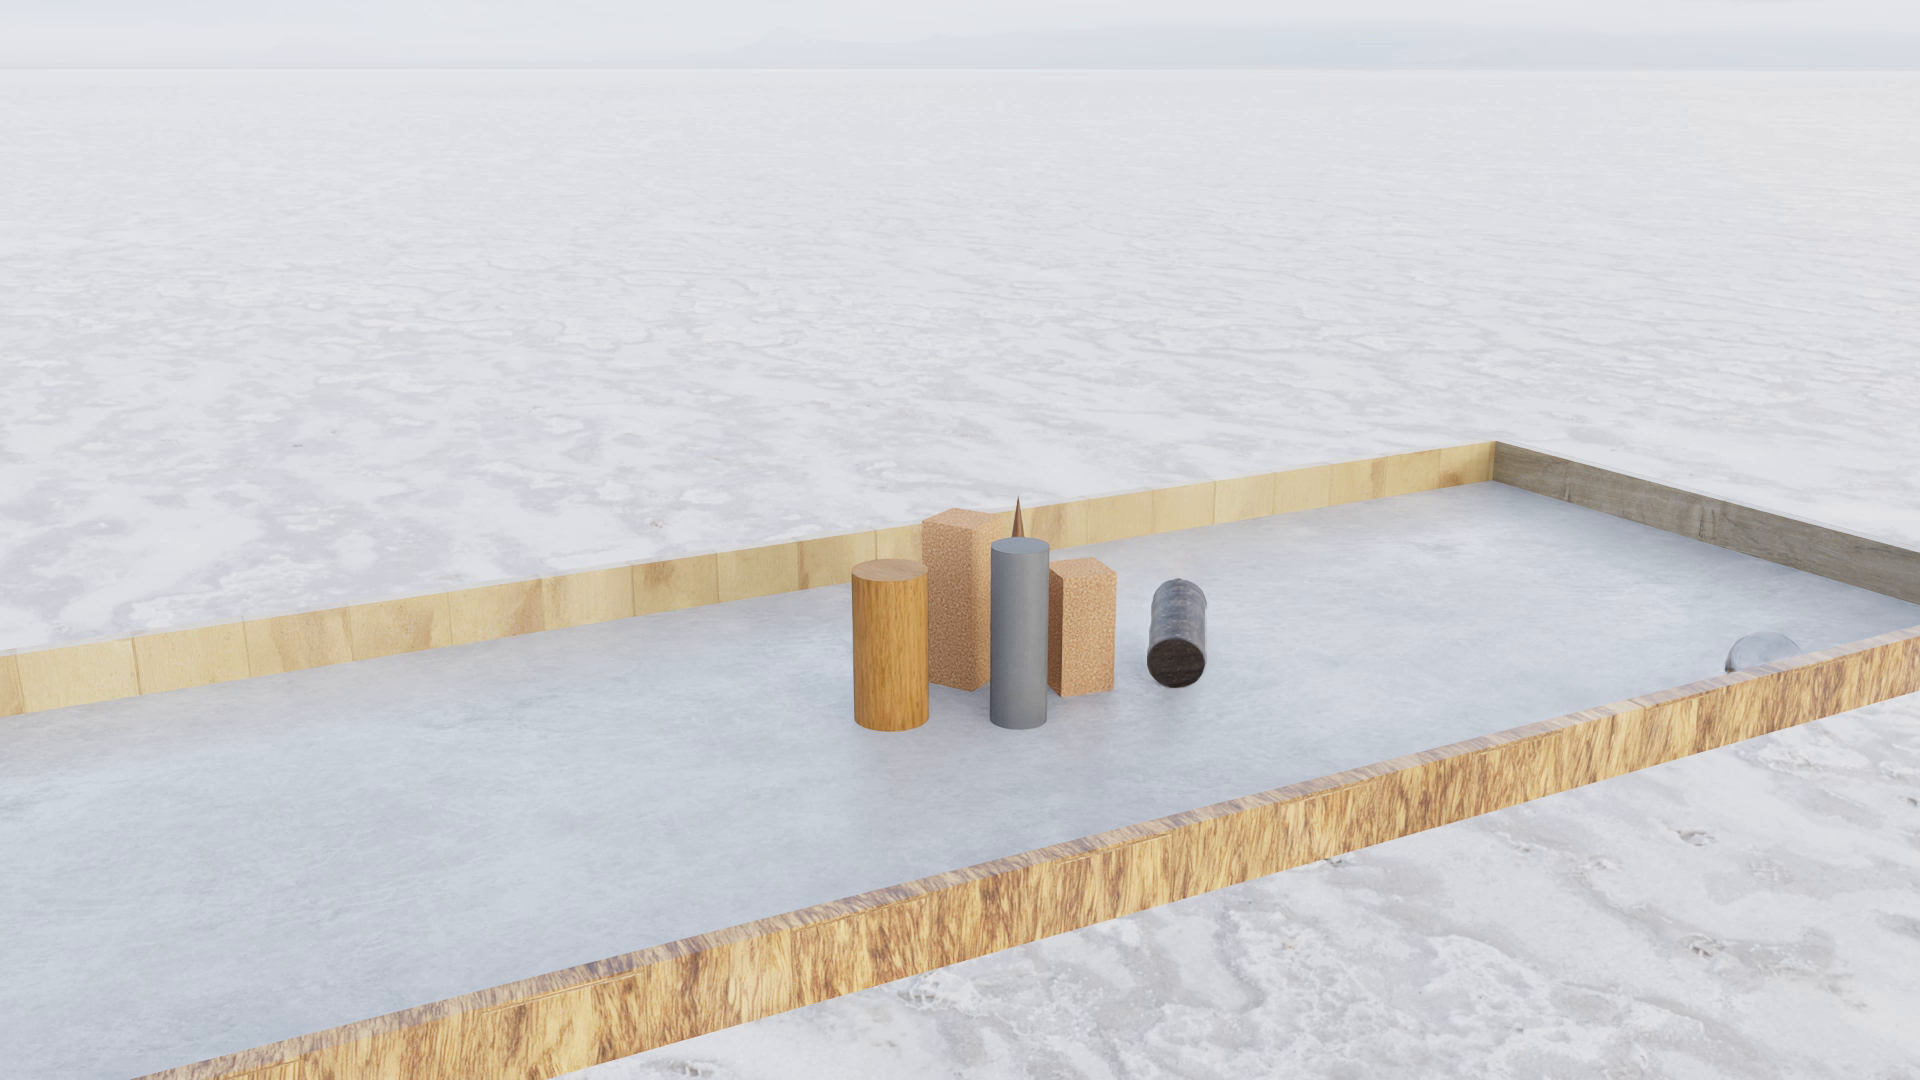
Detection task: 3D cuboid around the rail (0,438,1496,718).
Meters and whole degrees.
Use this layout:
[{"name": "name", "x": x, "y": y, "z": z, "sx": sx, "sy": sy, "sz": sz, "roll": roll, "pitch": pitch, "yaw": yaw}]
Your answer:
[{"name": "rail", "x": -3.305, "y": 0.497, "z": 3.399, "sx": 12.000, "sy": 0.150, "sz": 0.050, "roll": -9, "pitch": 18, "yaw": -27}]

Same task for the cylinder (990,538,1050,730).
[{"name": "cylinder", "x": 0.139, "y": 0.218, "z": 3.852, "sx": 0.136, "sy": 0.429, "sz": 0.136, "roll": 0, "pitch": 16, "yaw": 0}]

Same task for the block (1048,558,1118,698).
[{"name": "block", "x": 0.291, "y": 0.214, "z": 4.085, "sx": 0.140, "sy": 0.305, "sz": 0.140, "roll": -6, "pitch": 17, "yaw": -18}]

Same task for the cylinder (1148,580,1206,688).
[{"name": "cylinder", "x": 0.555, "y": 0.235, "z": 4.210, "sx": 0.141, "sy": 0.141, "sz": 0.314, "roll": 2, "pitch": 27, "yaw": 8}]

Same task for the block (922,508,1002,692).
[{"name": "block", "x": 0.006, "y": 0.147, "z": 4.112, "sx": 0.144, "sy": 0.419, "sz": 0.144, "roll": 10, "pitch": 19, "yaw": 31}]

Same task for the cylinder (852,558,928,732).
[{"name": "cylinder", "x": -0.162, "y": 0.245, "z": 3.871, "sx": 0.178, "sy": 0.367, "sz": 0.178, "roll": 0, "pitch": 16, "yaw": 0}]

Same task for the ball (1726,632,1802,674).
[{"name": "ball", "x": 1.949, "y": 0.309, "z": 3.991, "sx": 0.176, "sy": 0.176, "sz": 0.176, "roll": 0, "pitch": 16, "yaw": 0}]

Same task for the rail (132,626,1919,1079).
[{"name": "rail", "x": -2.336, "y": 1.006, "z": 1.665, "sx": 12.000, "sy": 0.150, "sz": 0.050, "roll": -9, "pitch": 18, "yaw": -27}]

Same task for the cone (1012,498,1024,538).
[{"name": "cone", "x": 0.152, "y": 0.079, "z": 4.345, "sx": 0.126, "sy": 0.417, "sz": 0.126, "roll": 0, "pitch": 16, "yaw": 0}]

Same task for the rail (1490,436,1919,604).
[{"name": "rail", "x": 2.466, "y": -0.048, "z": 5.253, "sx": 0.050, "sy": 0.150, "sz": 2.100, "roll": -9, "pitch": 18, "yaw": -27}]
